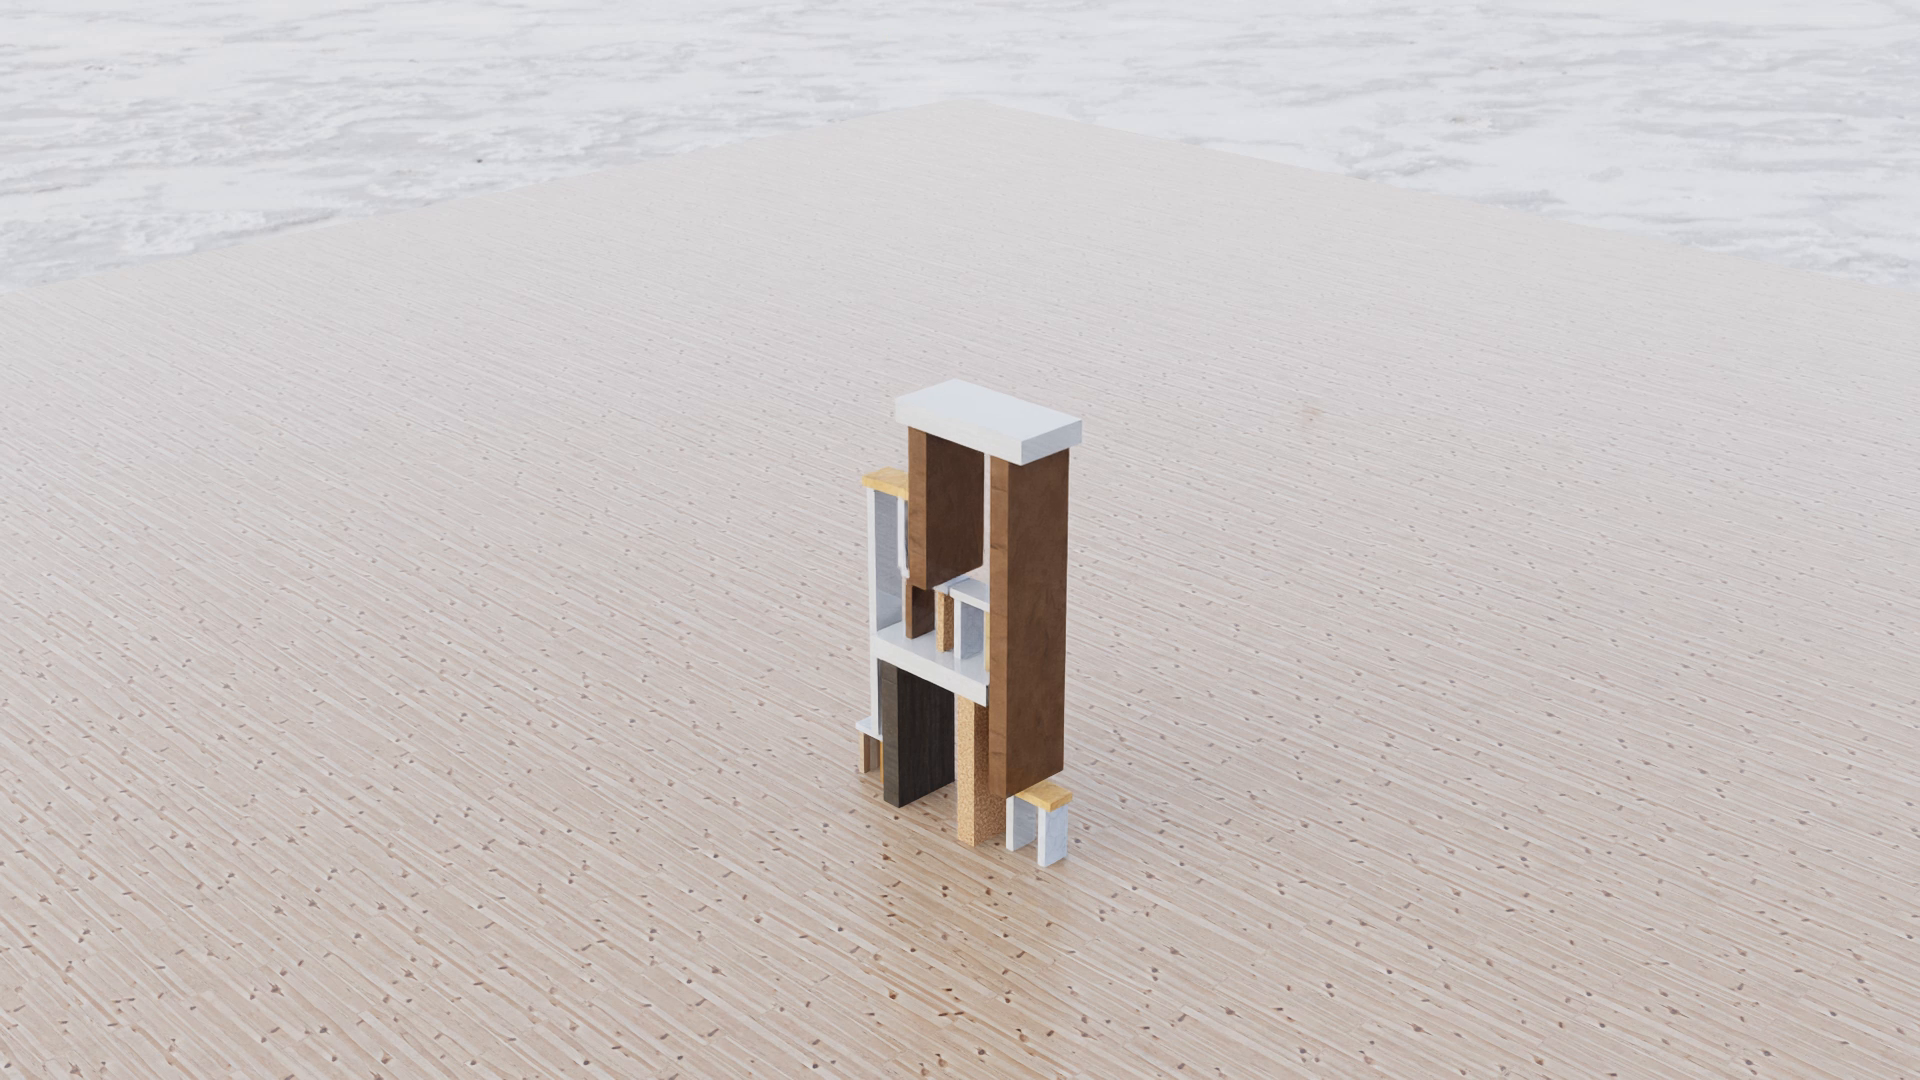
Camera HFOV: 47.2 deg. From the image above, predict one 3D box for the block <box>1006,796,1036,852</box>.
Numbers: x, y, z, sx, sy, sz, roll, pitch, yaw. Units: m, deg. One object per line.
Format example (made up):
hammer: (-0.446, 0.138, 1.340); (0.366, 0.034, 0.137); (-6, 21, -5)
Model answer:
block: (0.120, 0.542, 4.320); (0.064, 0.128, 0.018); (-21, 31, -41)

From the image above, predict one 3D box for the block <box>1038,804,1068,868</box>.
block: (0.180, 0.565, 4.265); (0.018, 0.128, 0.064); (21, 31, 41)

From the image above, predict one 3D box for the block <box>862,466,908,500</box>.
block: (-0.118, -0.111, 4.305); (0.072, 0.020, 0.143); (-21, 27, -39)

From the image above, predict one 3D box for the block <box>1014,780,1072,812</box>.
block: (0.150, 0.486, 4.264); (0.064, 0.018, 0.128); (-21, 31, -41)

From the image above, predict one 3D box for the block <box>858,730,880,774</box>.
block: (-0.188, 0.436, 4.608); (0.014, 0.098, 0.049); (21, 31, 41)

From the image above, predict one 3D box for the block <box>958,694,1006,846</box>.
block: (0.068, 0.429, 4.339); (0.046, 0.321, 0.161); (21, 31, 41)

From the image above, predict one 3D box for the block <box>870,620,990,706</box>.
block: (-0.008, 0.230, 4.337); (0.321, 0.046, 0.161); (21, 31, 41)

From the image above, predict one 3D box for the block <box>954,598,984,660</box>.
block: (0.018, 0.164, 4.275); (0.018, 0.126, 0.063); (21, 31, 41)

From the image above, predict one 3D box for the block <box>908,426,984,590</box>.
block: (-0.025, -0.082, 4.220); (0.046, 0.325, 0.162); (21, 31, 39)

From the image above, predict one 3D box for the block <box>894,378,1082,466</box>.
block: (0.051, -0.222, 4.076); (0.325, 0.046, 0.162); (21, 31, 40)

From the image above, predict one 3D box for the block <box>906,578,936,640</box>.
block: (-0.079, 0.126, 4.359); (0.018, 0.129, 0.064); (22, 31, 40)

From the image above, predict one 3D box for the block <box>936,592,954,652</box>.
block: (-0.016, 0.150, 4.303); (0.018, 0.129, 0.064); (23, 32, 39)

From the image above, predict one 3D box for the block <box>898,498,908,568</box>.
block: (-0.087, -0.022, 4.301); (0.072, 0.143, 0.020); (-19, 29, -38)

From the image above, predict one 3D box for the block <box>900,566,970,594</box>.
block: (-0.048, 0.070, 4.301); (0.129, 0.018, 0.064); (22, 31, 40)

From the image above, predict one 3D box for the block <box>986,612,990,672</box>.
block: (0.077, 0.187, 4.220); (0.018, 0.126, 0.063); (21, 31, 41)

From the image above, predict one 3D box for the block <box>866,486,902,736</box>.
block: (-0.150, 0.139, 4.448); (0.020, 0.545, 0.072); (21, 31, 40)

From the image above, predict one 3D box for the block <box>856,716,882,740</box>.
block: (-0.165, 0.393, 4.565); (0.098, 0.014, 0.049); (21, 31, 40)

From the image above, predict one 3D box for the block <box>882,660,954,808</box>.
block: (-0.084, 0.370, 4.478); (0.046, 0.321, 0.161); (21, 31, 41)

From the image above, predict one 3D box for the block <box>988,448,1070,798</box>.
block: (0.129, 0.149, 4.149); (0.162, 0.693, 0.046); (-21, 31, -41)

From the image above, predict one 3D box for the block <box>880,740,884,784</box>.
block: (-0.142, 0.454, 4.565); (0.014, 0.098, 0.049); (21, 31, 41)

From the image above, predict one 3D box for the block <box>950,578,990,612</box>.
block: (0.047, 0.109, 4.220); (0.126, 0.018, 0.063); (21, 31, 41)
